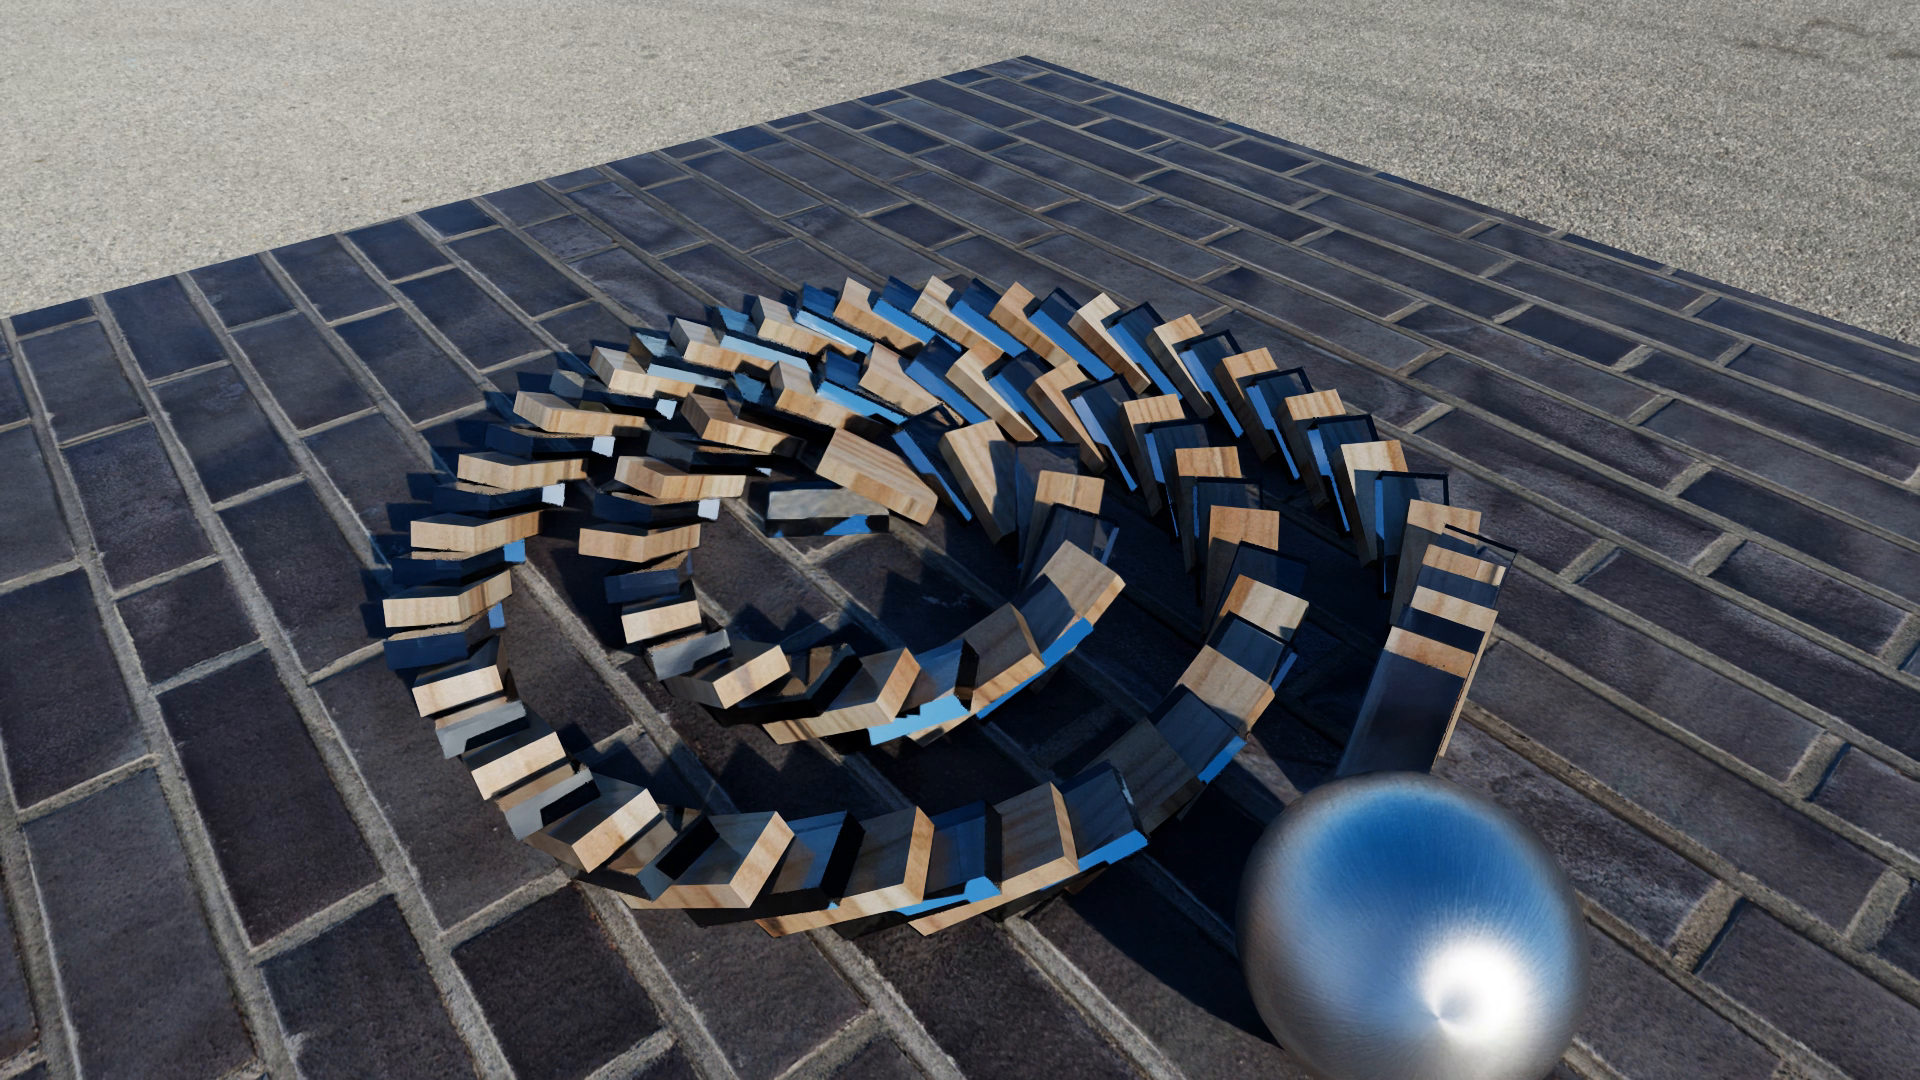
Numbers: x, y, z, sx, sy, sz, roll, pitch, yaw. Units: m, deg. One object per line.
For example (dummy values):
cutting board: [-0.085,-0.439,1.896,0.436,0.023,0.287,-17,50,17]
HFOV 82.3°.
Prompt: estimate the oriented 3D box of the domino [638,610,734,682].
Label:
domino: [-0.096,0.036,0.380,0.025,0.009,0.050,-18,11,-20]

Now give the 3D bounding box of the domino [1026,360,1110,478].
domino: [0.055,-0.055,0.491,0.025,0.009,0.050,-33,80,-34]

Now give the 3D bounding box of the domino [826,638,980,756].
domino: [-0.019,0.051,0.361,0.050,0.009,0.025,-22,32,25]

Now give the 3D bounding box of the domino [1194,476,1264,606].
domino: [0.104,0.001,0.424,0.025,0.009,0.050,2,70,3]

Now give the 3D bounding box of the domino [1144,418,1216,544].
domino: [0.095,-0.025,0.454,0.025,0.009,0.050,-7,71,-9]

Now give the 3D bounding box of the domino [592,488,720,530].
domino: [-0.120,-0.013,0.440,0.025,0.010,0.050,14,9,16]

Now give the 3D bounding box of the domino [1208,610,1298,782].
domino: [0.087,0.051,0.362,0.025,0.010,0.050,30,78,31]

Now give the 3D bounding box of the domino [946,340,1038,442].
domino: [0.020,-0.067,0.506,0.050,0.010,0.025,42,47,0]

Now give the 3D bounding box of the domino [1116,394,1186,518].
domino: [0.087,-0.036,0.468,0.025,0.009,0.050,-11,72,-14]

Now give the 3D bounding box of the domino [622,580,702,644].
domino: [-0.107,0.025,0.394,0.025,0.009,0.050,-12,9,-14]

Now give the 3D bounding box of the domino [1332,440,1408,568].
domino: [0.169,-0.015,0.443,0.025,0.009,0.050,-5,69,-6]

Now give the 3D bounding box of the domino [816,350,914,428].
domino: [-0.041,-0.067,0.506,0.050,0.009,0.025,22,33,-23]

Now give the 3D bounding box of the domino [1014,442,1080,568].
domino: [0.035,-0.014,0.438,0.025,0.009,0.050,1,75,-3]

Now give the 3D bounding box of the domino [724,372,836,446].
domino: [-0.079,-0.058,0.495,0.050,0.010,0.025,15,28,-34]

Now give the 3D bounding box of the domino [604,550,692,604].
domino: [-0.115,0.013,0.408,0.025,0.010,0.050,-7,8,-8]

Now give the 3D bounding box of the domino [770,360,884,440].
domino: [-0.061,-0.063,0.501,0.050,0.010,0.025,18,31,-29]

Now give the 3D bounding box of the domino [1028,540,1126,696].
domino: [0.033,0.027,0.390,0.025,0.010,0.050,36,85,35]

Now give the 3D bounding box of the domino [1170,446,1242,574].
domino: [0.101,-0.012,0.439,0.025,0.010,0.050,-3,70,-3]

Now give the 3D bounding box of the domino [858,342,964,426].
domino: [-0.021,-0.070,0.509,0.050,0.010,0.025,28,36,-17]

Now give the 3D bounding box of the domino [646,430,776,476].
domino: [-0.105,-0.037,0.469,0.025,0.010,0.050,25,14,27]

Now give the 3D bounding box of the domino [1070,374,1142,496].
domino: [0.072,-0.047,0.481,0.025,0.009,0.050,-23,76,-26]

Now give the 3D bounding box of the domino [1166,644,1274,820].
domino: [0.074,0.061,0.350,0.025,0.010,0.050,34,81,34]

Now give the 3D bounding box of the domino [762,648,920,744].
domino: [-0.039,0.051,0.361,0.050,0.010,0.025,-16,29,34]

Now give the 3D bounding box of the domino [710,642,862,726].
domino: [-0.058,0.048,0.364,0.050,0.010,0.025,-13,26,40]

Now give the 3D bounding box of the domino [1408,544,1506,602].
domino: [0.166,0.029,0.379,0.025,0.050,0.010,20,6,23]

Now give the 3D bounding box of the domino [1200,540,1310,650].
domino: [0.104,0.027,0.391,0.025,0.009,0.050,18,74,20]

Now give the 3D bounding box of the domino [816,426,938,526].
domino: [-0.033,-0.027,0.459,0.050,0.010,0.025,26,34,-8]

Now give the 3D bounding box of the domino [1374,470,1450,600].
domino: [0.176,-0.001,0.426,0.025,0.010,0.050,4,70,5]

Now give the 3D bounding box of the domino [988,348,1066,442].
domino: [0.039,-0.062,0.500,0.050,0.010,0.025,47,52,5]

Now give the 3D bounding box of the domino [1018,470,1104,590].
domino: [0.039,0.000,0.423,0.025,0.010,0.050,9,75,10]

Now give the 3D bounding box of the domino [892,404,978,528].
domino: [-0.003,-0.032,0.462,0.025,0.009,0.050,-30,78,-37]

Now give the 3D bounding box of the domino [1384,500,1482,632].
domino: [0.176,0.012,0.409,0.025,0.009,0.050,12,73,15]

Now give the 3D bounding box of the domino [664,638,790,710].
domino: [-0.080,0.044,0.370,0.025,0.009,0.050,-30,15,-31]

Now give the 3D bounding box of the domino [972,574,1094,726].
domino: [0.019,0.037,0.378,0.050,0.010,0.025,-42,47,2]

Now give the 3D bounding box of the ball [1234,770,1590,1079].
ball: [0.108,0.097,0.269,0.080,0.080,0.080,0,39,0]

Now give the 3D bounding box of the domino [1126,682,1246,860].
domino: [0.061,0.071,0.338,0.050,0.010,0.025,-45,50,-3]

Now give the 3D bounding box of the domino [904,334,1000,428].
domino: [0.001,-0.071,0.511,0.050,0.009,0.025,38,44,-4]

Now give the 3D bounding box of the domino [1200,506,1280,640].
domino: [0.104,0.013,0.408,0.025,0.010,0.050,6,71,7]

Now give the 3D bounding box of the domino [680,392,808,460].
domino: [-0.095,-0.050,0.485,0.050,0.010,0.025,10,26,-43]

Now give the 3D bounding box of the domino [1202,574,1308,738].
domino: [0.097,0.039,0.376,0.025,0.010,0.050,24,76,25]

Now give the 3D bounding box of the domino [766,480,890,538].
domino: [-0.055,-0.013,0.460,0.050,0.010,0.025,-3,39,-3]

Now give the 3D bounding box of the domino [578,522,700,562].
domino: [-0.122,-0.001,0.424,0.025,0.010,0.050,7,8,9]

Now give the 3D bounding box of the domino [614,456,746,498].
domino: [-0.115,-0.026,0.456,0.025,0.009,0.050,22,13,25]

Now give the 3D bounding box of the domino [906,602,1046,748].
domino: [0.002,0.045,0.368,0.050,0.010,0.025,-35,40,11]

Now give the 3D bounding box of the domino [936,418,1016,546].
domino: [0.014,-0.024,0.453,0.025,0.010,0.050,-20,72,-31]

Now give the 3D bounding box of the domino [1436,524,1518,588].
domino: [0.176,0.022,0.392,0.025,0.009,0.050,24,84,22]

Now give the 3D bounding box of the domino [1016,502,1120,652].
domino: [0.038,0.013,0.407,0.025,0.009,0.050,17,76,20]
